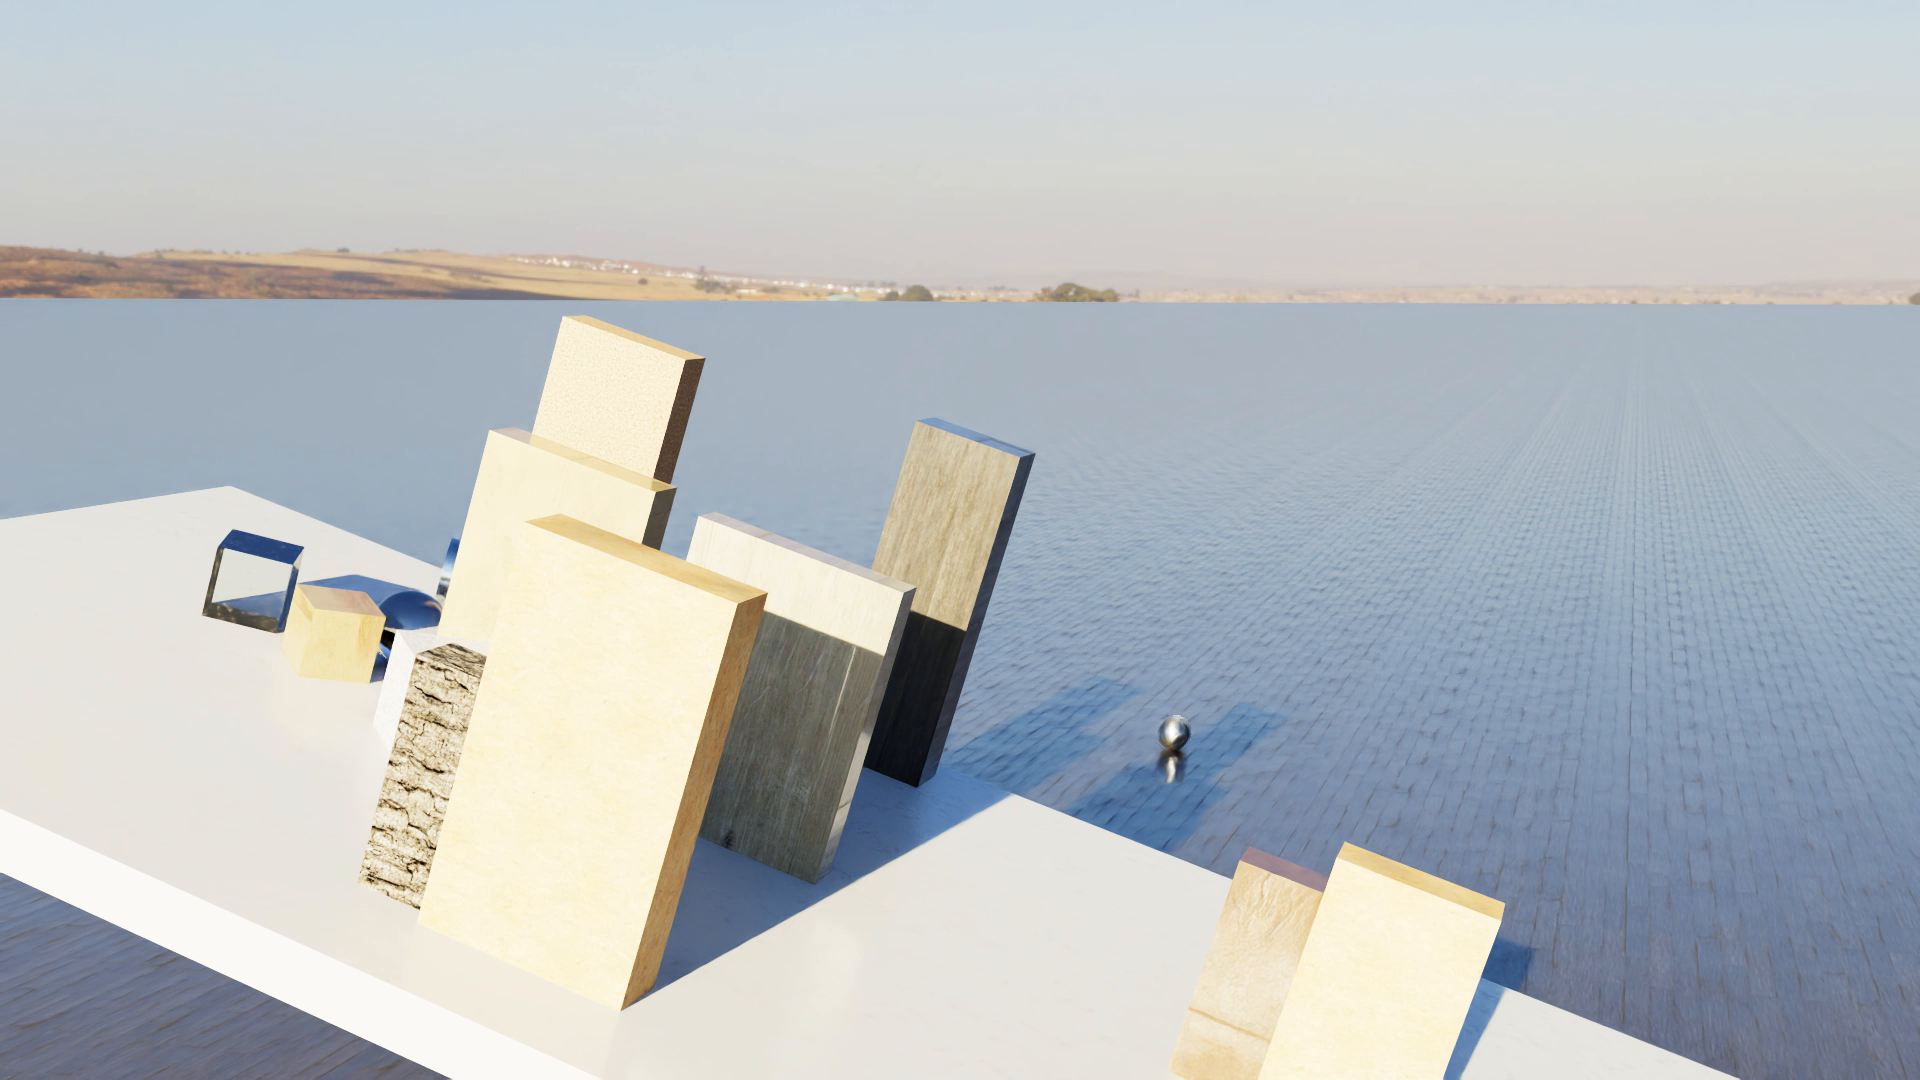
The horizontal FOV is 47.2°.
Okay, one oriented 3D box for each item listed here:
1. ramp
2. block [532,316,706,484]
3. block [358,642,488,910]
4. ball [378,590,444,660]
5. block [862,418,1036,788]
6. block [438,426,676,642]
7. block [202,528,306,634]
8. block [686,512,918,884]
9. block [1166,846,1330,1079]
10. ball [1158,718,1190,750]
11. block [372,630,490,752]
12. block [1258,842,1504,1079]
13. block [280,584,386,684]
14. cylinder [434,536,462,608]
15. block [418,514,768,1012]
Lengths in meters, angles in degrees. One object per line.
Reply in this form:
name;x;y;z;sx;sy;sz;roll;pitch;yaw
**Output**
ramp;-0.361;0.687;4.229;4.000;0.100;2.000;20;12;14
block;-0.832;-0.082;4.940;0.306;0.782;0.110;20;12;14
block;-0.780;0.419;3.608;0.306;0.409;0.115;20;12;14
ball;-1.181;0.189;4.718;0.162;0.162;0.162;0;7;0
block;-0.077;0.140;4.968;0.251;0.789;0.132;20;12;14
block;-0.864;0.093;4.632;0.393;0.559;0.107;20;12;14
block;-1.516;0.088;4.723;0.156;0.156;0.156;15;12;-10
block;-0.377;0.303;4.246;0.432;0.602;0.081;20;12;14
block;0.594;0.794;3.832;0.344;0.409;0.100;20;12;14
ball;0.834;0.755;8.595;0.125;0.125;0.125;0;7;0
block;-1.001;0.316;4.289;0.201;0.201;0.201;10;14;-31
block;0.672;0.800;3.618;0.274;0.529;0.105;20;12;14
block;-1.300;0.194;4.557;0.149;0.149;0.149;9;14;-34
cylinder;-1.125;0.101;5.161;0.178;0.178;0.178;15;4;-10
block;-0.589;0.350;3.500;0.375;0.692;0.125;20;12;14
